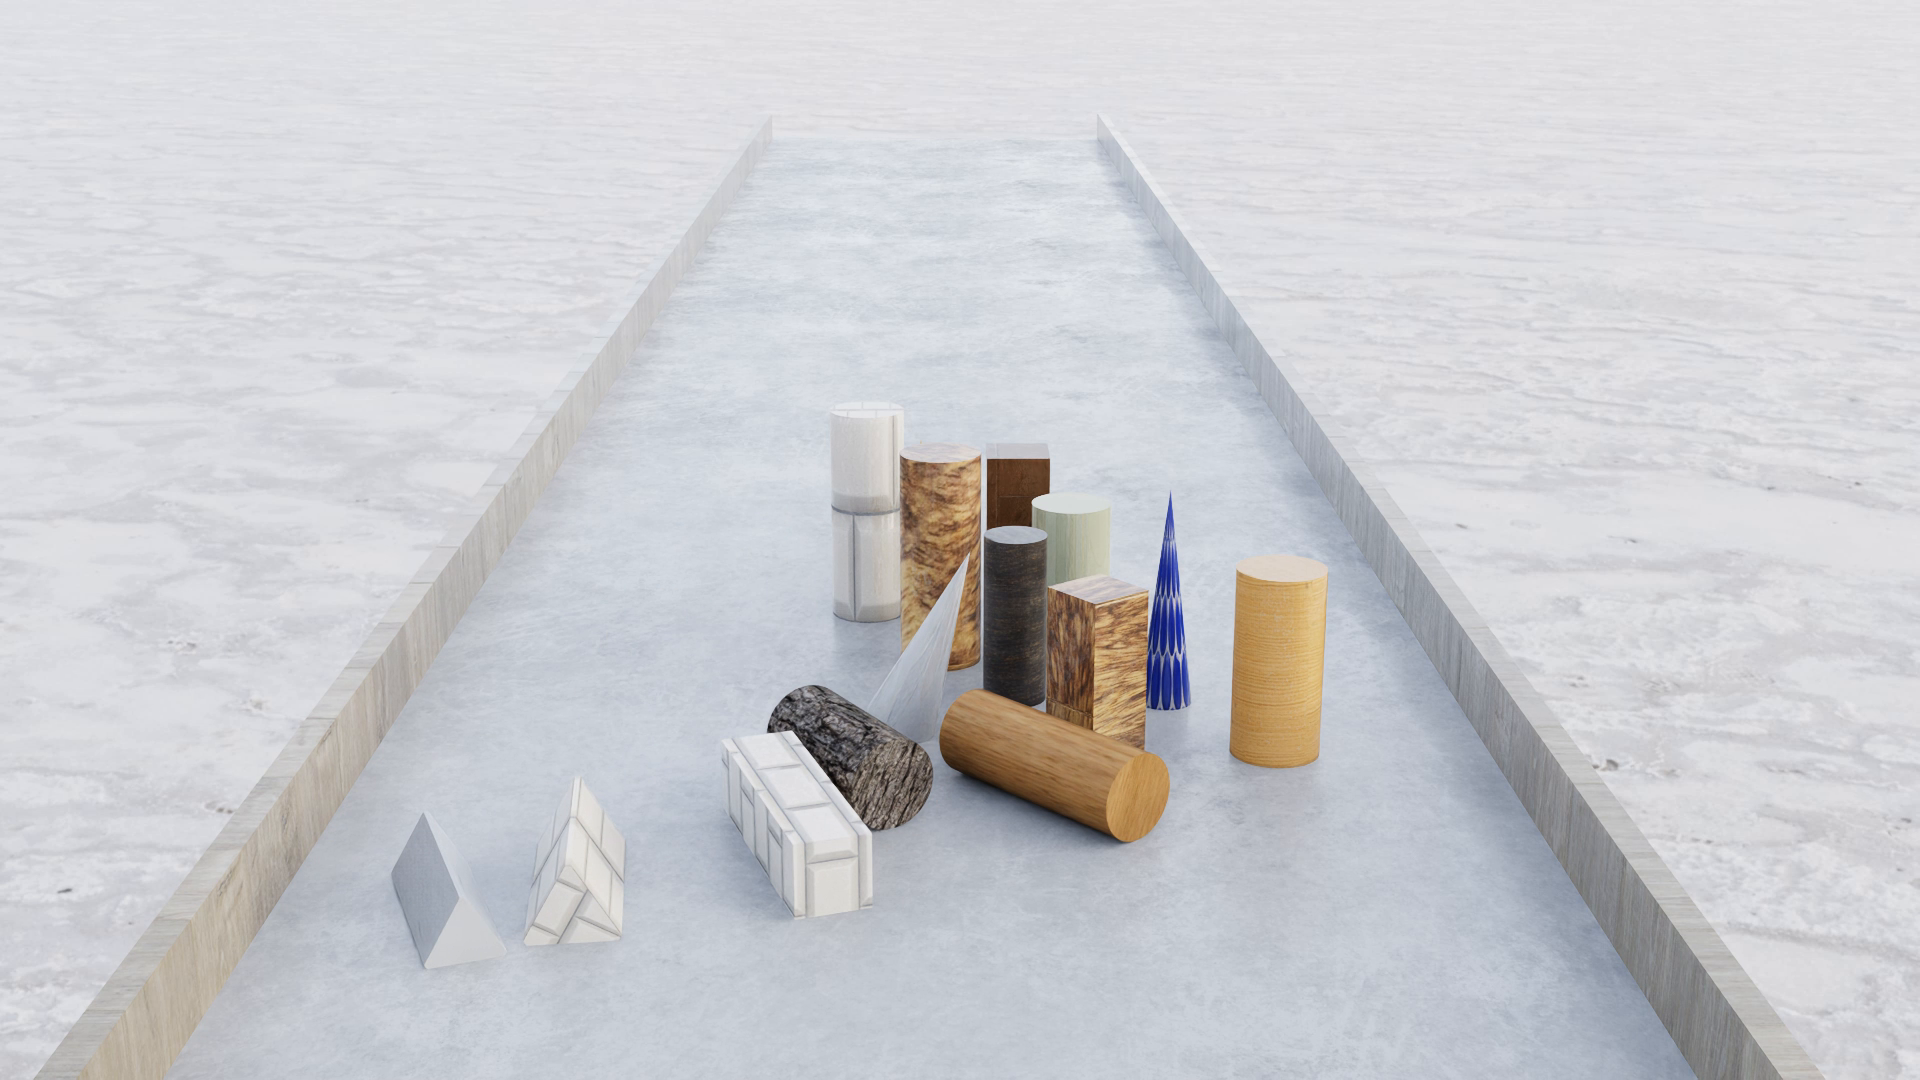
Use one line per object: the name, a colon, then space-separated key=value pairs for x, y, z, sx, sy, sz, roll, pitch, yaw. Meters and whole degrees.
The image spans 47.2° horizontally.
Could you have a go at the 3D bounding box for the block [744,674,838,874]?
block: x=-0.266 y=0.447 z=3.510 sx=0.123 sy=0.446 sz=0.123 roll=2 pitch=17 yaw=6

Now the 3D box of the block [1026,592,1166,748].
block: x=0.240 y=0.236 z=3.876 sx=0.125 sy=0.317 sz=0.125 roll=-16 pitch=52 yaw=22

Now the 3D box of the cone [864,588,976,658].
cone: x=-0.045 y=0.175 z=3.949 sx=0.133 sy=0.133 sz=0.371 roll=-7 pitch=8 yaw=-23

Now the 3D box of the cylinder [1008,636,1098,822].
cylinder: x=0.154 y=0.375 z=3.704 sx=0.150 sy=0.402 sz=0.150 roll=0 pitch=17 yaw=0

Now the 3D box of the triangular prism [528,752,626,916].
triangular prism: x=-0.574 y=0.499 z=3.394 sx=0.121 sy=0.342 sz=0.140 roll=-10 pitch=19 yaw=-30

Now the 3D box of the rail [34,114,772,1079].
rail: x=-1.118 y=-0.838 z=7.780 sx=0.050 sy=0.150 sz=12.000 roll=0 pitch=17 yaw=-1

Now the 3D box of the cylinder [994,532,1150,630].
cylinder: x=0.220 y=0.082 z=4.385 sx=0.157 sy=0.157 sz=0.323 roll=-10 pitch=13 yaw=-30

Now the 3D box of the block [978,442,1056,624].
block: x=0.121 y=-0.017 z=4.659 sx=0.131 sy=0.355 sz=0.131 roll=6 pitch=18 yaw=19

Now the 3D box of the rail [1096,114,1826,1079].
rail: x=0.932 y=-0.844 z=7.801 sx=0.050 sy=0.150 sz=12.000 roll=0 pitch=17 yaw=-1

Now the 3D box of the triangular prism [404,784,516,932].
triangular prism: x=-0.788 y=0.523 z=3.317 sx=0.101 sy=0.331 sz=0.116 roll=33 pitch=28 yaw=20

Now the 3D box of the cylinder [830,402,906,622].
cylinder: x=-0.194 y=-0.060 z=4.649 sx=0.155 sy=0.444 sz=0.155 roll=0 pitch=17 yaw=0

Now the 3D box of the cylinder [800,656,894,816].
cylinder: x=-0.190 y=0.365 z=3.728 sx=0.156 sy=0.300 sz=0.156 roll=0 pitch=17 yaw=0
